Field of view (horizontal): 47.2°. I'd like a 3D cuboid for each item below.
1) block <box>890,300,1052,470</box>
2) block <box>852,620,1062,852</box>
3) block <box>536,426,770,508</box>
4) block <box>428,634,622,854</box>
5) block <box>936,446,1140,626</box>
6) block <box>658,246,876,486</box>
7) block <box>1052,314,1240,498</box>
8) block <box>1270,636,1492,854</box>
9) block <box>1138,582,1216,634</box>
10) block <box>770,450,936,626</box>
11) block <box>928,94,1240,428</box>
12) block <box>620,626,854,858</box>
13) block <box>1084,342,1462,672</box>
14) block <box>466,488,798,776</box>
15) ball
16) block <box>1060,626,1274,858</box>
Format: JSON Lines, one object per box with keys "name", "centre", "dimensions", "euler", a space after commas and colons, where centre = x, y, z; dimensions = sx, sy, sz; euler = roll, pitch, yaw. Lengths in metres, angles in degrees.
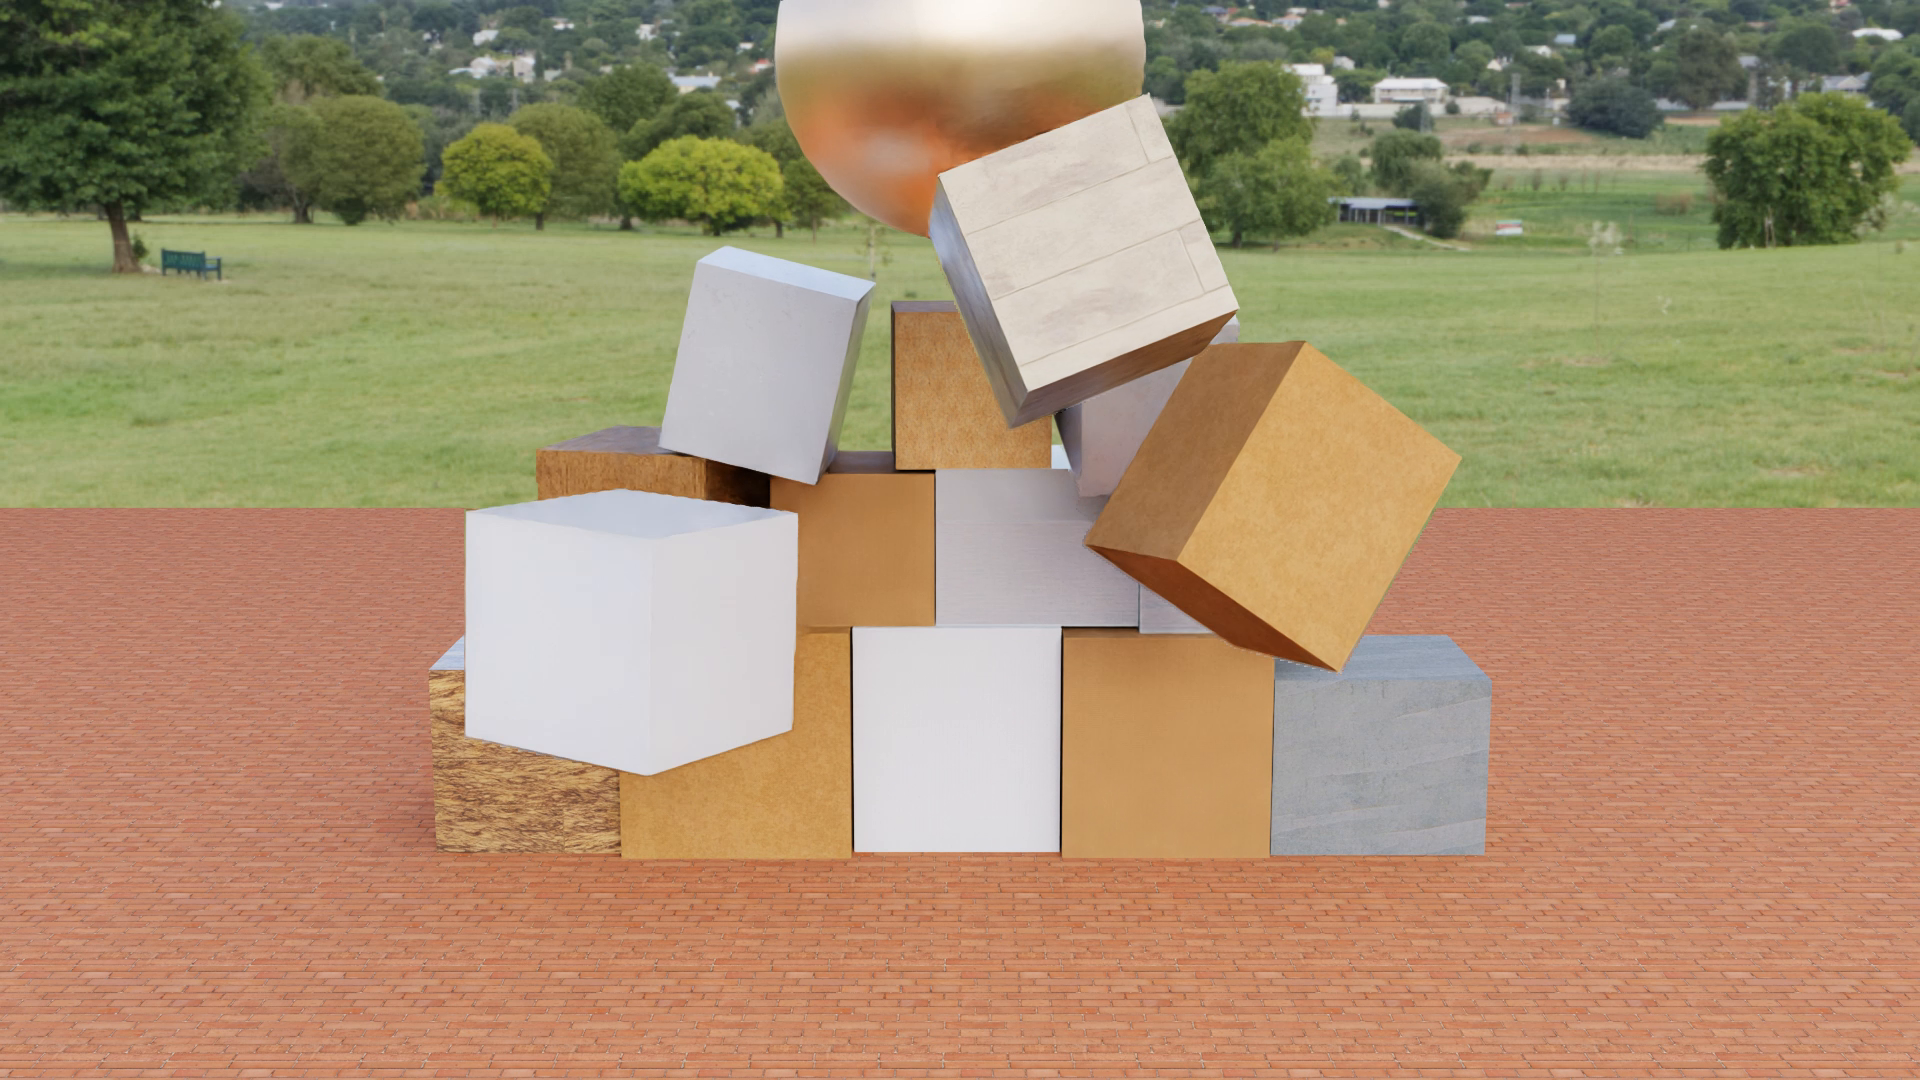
{"name": "block", "centre": [0.044, -0.790, 11.019], "dimensions": [0.759, 0.761, 0.776], "euler": [-1, 10, -3]}
{"name": "block", "centre": [-0.015, 0.910, 11.365], "dimensions": [1.024, 1.143, 0.969], "euler": [0, 10, 0]}
{"name": "block", "centre": [-1.507, -0.065, 11.072], "dimensions": [0.875, 0.882, 0.971], "euler": [3, 11, 15]}
{"name": "block", "centre": [-2.147, 1.012, 11.369], "dimensions": [0.925, 0.940, 0.983], "euler": [0, 10, 0]}
{"name": "block", "centre": [0.381, -0.036, 11.187], "dimensions": [0.998, 0.784, 0.846], "euler": [0, 10, 0]}
{"name": "block", "centre": [-0.923, -0.862, 10.671], "dimensions": [0.770, 0.899, 0.795], "euler": [14, 13, 1]}
{"name": "block", "centre": [0.855, -0.841, 10.507], "dimensions": [0.717, 0.881, 0.849], "euler": [-6, 37, -6]}
{"name": "block", "centre": [2.078, 1.038, 11.361], "dimensions": [1.065, 0.892, 1.011], "euler": [0, 10, 0]}
{"name": "block", "centre": [1.338, -0.045, 11.158], "dimensions": [0.913, 0.859, 0.905], "euler": [0, 10, 0]}
{"name": "block", "centre": [-0.525, -0.020, 11.168], "dimensions": [0.800, 0.759, 0.809], "euler": [0, 10, 0]}
{"name": "block", "centre": [0.430, -1.004, 8.137], "dimensions": [0.805, 0.831, 0.855], "euler": [-22, -4, -5]}
{"name": "block", "centre": [-1.107, 0.911, 11.363], "dimensions": [1.138, 1.142, 1.174], "euler": [0, 10, 0]}
{"name": "block", "centre": [1.284, -0.160, 9.182], "dimensions": [0.860, 1.017, 0.937], "euler": [34, -7, -19]}
{"name": "block", "centre": [-1.331, 0.339, 8.961], "dimensions": [0.949, 0.916, 0.940], "euler": [8, 11, 31]}
{"name": "ball", "centre": [0.000, -2.093, 9.472], "dimensions": [1.600, 1.600, 1.600], "euler": [0, 10, 0]}
{"name": "block", "centre": [1.019, 0.924, 11.355], "dimensions": [1.029, 1.119, 1.131], "euler": [0, 10, 0]}
